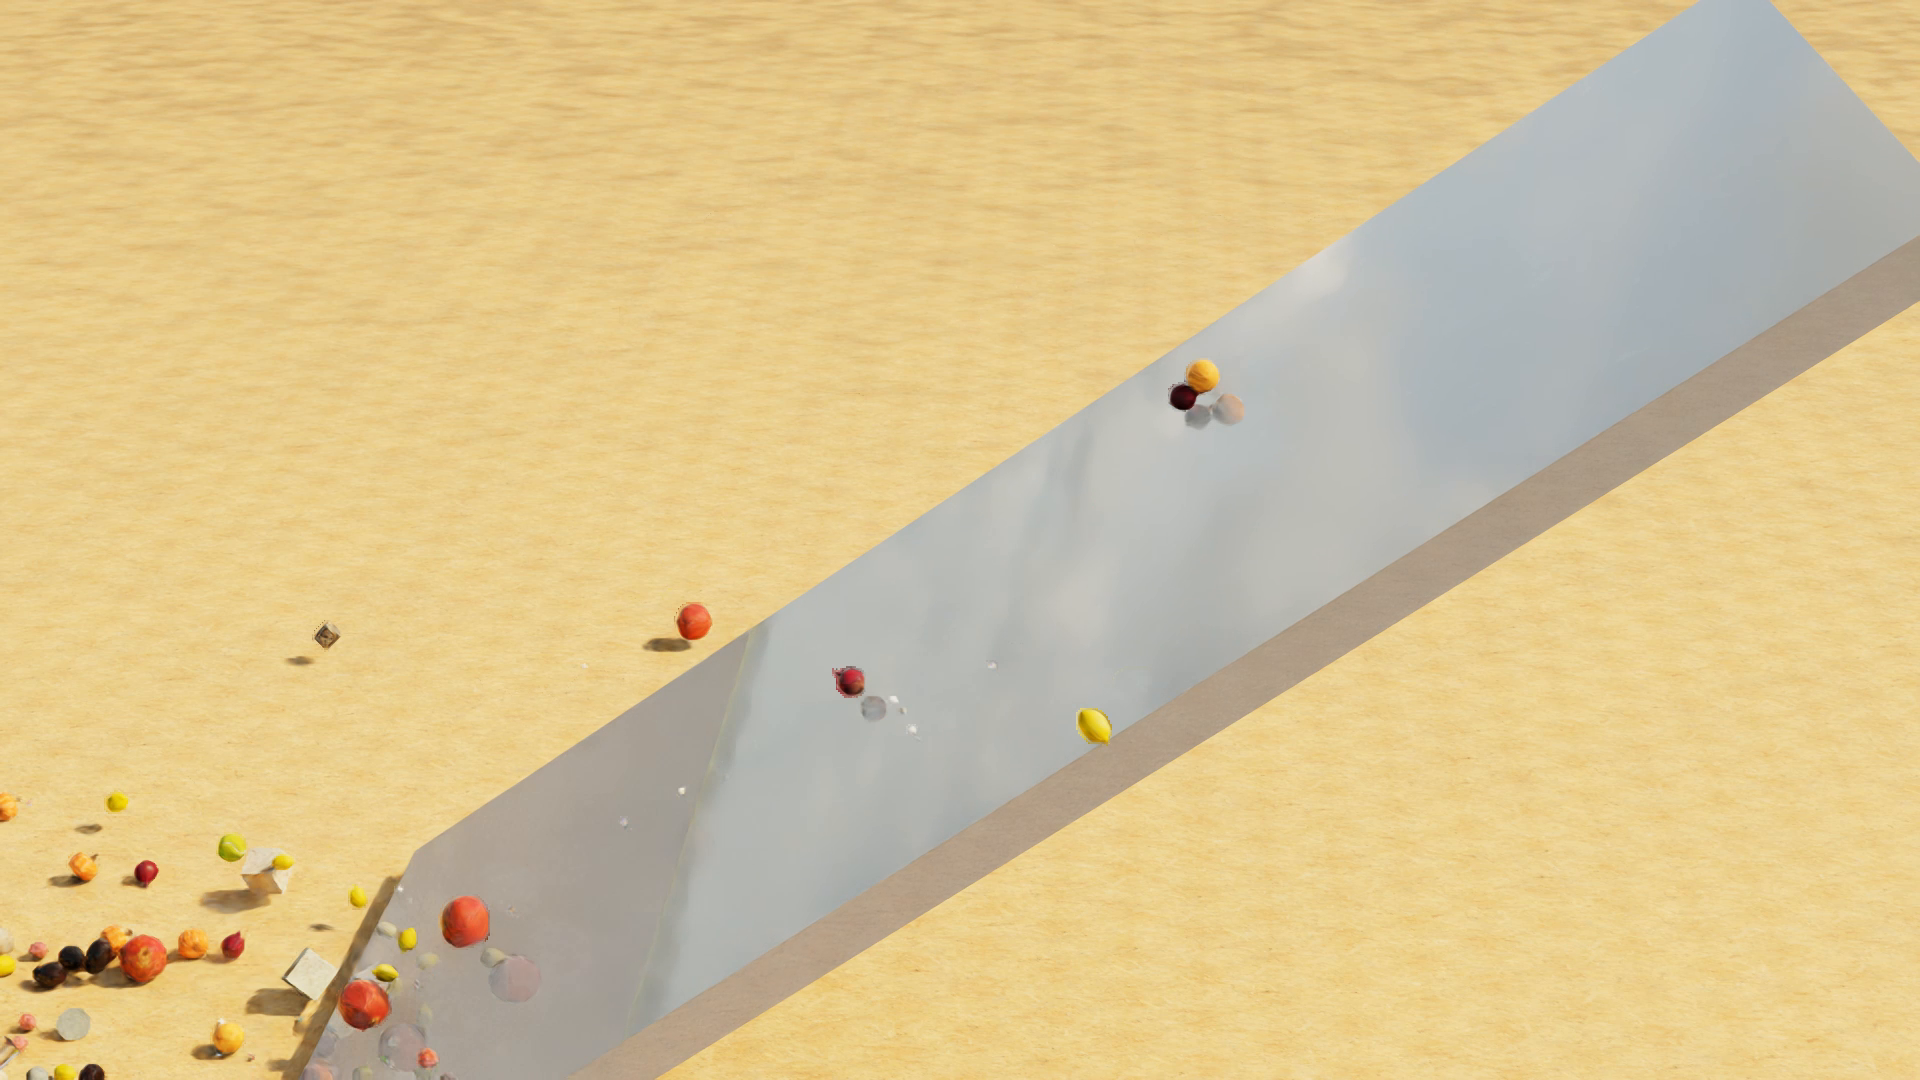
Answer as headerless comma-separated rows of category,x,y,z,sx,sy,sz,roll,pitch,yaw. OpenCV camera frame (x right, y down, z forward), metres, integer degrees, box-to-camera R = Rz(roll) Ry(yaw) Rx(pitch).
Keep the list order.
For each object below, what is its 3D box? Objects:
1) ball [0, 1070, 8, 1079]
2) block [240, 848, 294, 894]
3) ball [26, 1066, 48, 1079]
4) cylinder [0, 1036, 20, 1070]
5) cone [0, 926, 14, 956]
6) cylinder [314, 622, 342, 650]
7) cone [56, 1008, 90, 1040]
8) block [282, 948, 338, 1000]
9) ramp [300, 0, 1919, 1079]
ball,-2.238,1.256,6.829,0.056,0.056,0.056,0,22,0
block,-1.801,0.860,7.646,0.088,0.088,0.088,-1,48,14
ball,-2.148,1.252,6.845,0.051,0.051,0.051,0,22,0
cylinder,-2.233,1.195,6.859,0.057,0.057,0.057,21,55,42
cone,-2.434,1.025,7.359,0.095,0.095,0.095,7,30,16
cylinder,-1.945,0.294,9.051,0.059,0.059,0.059,41,11,-10
cone,-2.134,1.164,7.084,0.079,0.079,0.079,-7,-4,-16
block,-1.586,1.060,7.176,0.091,0.091,0.091,-55,12,-18
ramp,0.133,0.176,6.313,4.000,0.100,2.000,-33,16,16
